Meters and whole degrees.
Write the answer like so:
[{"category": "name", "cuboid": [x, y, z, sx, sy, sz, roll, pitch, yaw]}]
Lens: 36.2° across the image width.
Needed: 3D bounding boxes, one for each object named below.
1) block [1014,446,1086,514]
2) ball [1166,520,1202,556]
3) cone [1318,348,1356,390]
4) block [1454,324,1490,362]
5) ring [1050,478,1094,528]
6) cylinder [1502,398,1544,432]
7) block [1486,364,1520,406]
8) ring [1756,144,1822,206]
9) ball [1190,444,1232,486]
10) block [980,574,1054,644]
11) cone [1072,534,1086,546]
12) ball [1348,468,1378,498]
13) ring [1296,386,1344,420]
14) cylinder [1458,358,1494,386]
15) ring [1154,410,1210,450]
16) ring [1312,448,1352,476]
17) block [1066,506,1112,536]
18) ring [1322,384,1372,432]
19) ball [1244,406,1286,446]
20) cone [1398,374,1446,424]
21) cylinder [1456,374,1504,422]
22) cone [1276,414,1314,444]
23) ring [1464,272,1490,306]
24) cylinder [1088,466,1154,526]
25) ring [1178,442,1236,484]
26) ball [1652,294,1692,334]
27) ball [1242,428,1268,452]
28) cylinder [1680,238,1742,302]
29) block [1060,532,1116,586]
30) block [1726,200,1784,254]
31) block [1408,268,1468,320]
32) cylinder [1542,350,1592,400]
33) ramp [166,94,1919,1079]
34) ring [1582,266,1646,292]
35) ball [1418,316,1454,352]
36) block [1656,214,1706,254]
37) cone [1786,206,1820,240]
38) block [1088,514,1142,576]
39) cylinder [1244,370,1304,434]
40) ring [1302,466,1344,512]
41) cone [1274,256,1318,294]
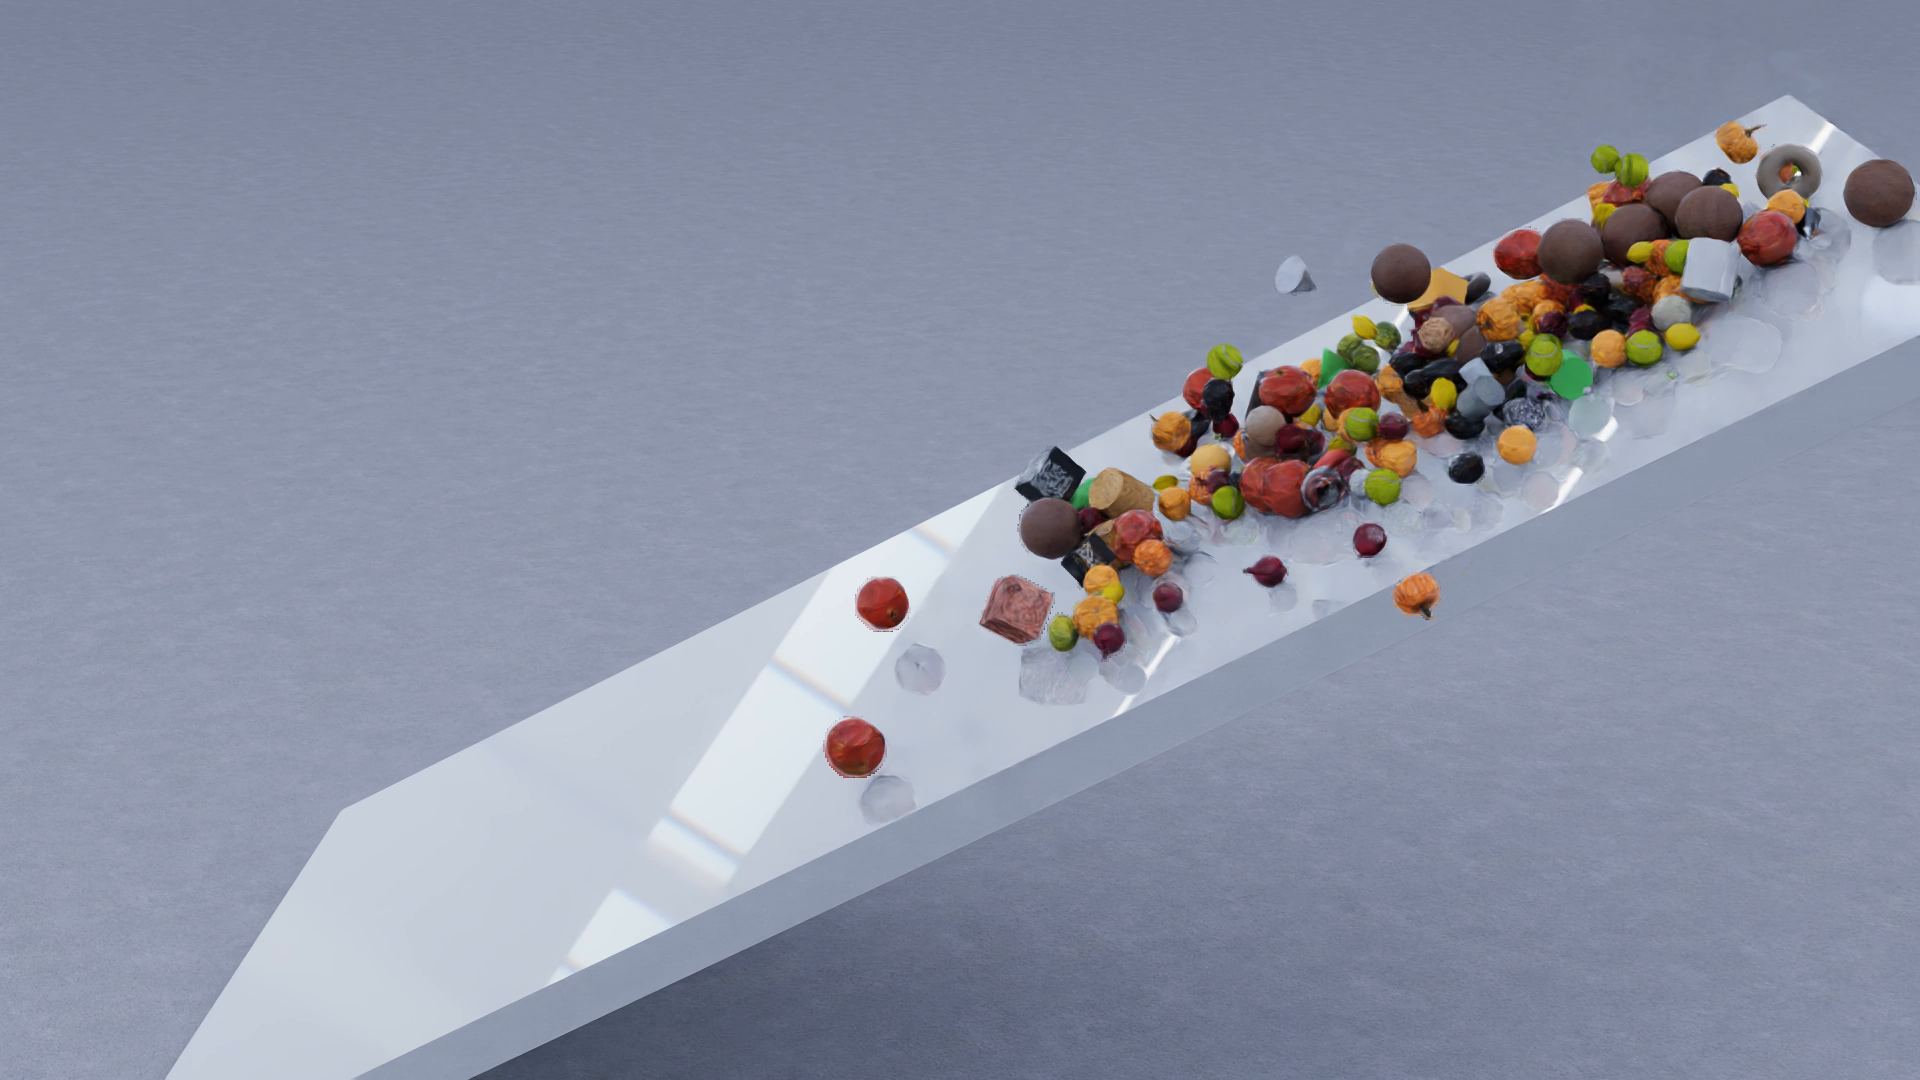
[{"category": "block", "cuboid": [0.193, -0.128, 6.287, 0.091, 0.091, 0.091, -27, 27, 55]}, {"category": "ball", "cuboid": [0.450, -0.003, 5.920, 0.072, 0.072, 0.072, 0, 17, 0]}, {"category": "cone", "cuboid": [0.805, -0.362, 6.415, 0.085, 0.085, 0.085, 34, 4, -3]}, {"category": "block", "cuboid": [1.075, -0.416, 6.197, 0.053, 0.053, 0.053, -31, 13, 9]}, {"category": "ring", "cuboid": [0.253, -0.081, 6.327, 0.140, 0.047, 0.140, -42, 1, 1]}, {"category": "cylinder", "cuboid": [1.063, -0.237, 5.545, 0.061, 0.061, 0.061, -3, 5, -10]}, {"category": "block", "cuboid": [1.055, -0.306, 5.813, 0.061, 0.061, 0.061, 0, 34, 47]}, {"category": "ring", "cuboid": [1.684, -0.742, 5.972, 0.130, 0.130, 0.043, 2, 17, 6]}, {"category": "ball", "cuboid": [0.535, -0.161, 6.279, 0.089, 0.089, 0.089, 0, 17, 0]}, {"category": "block", "cuboid": [0.113, 0.140, 5.891, 0.096, 0.096, 0.096, 26, -18, -14]}, {"category": "cone", "cuboid": [0.291, 0.013, 6.179, 0.089, 0.089, 0.089, -19, 20, -8]}, {"category": "ball", "cuboid": [0.780, -0.111, 5.692, 0.056, 0.056, 0.056, 0, 17, 0]}, {"category": "ring", "cuboid": [0.781, -0.298, 6.393, 0.116, 0.039, 0.116, -26, 15, 7]}, {"category": "cylinder", "cuboid": [1.002, -0.319, 5.699, 0.050, 0.050, 0.050, -34, 12, 9]}, {"category": "ring", "cuboid": [0.508, -0.252, 6.748, 0.143, 0.048, 0.143, -27, 15, 8]}, {"category": "ring", "cuboid": [0.740, -0.144, 5.856, 0.093, 0.093, 0.031, -13, 53, -36]}, {"category": "block", "cuboid": [0.288, -0.020, 6.280, 0.072, 0.072, 0.072, -43, 18, -18]}, {"category": "ring", "cuboid": [0.816, -0.279, 6.205, 0.126, 0.042, 0.126, -42, 14, 13]}, {"category": "ball", "cuboid": [0.618, -0.231, 5.954, 0.083, 0.083, 0.083, 0, 17, 0]}, {"category": "cone", "cuboid": [0.954, -0.288, 5.982, 0.099, 0.099, 0.099, 9, 8, 26]}, {"category": "cylinder", "cuboid": [0.993, -0.271, 5.613, 0.066, 0.066, 0.066, -10, -21, -29]}, {"category": "cone", "cuboid": [0.715, -0.240, 6.277, 0.095, 0.095, 0.095, 20, 26, 39]}, {"category": "ring", "cuboid": [1.138, -0.560, 6.617, 0.122, 0.041, 0.122, -32, 12, 8]}, {"category": "cylinder", "cuboid": [0.341, -0.091, 6.211, 0.098, 0.098, 0.098, 27, -1, -37]}, {"category": "ring", "cuboid": [0.537, -0.166, 6.389, 0.137, 0.046, 0.137, -28, 13, 7]}, {"category": "ball", "cuboid": [1.367, -0.433, 5.647, 0.076, 0.076, 0.076, 0, 17, 0]}, {"category": "ball", "cuboid": [0.629, -0.221, 6.222, 0.068, 0.068, 0.068, 0, 17, 0]}, {"category": "cylinder", "cuboid": [1.436, -0.517, 5.630, 0.098, 0.098, 0.098, 13, -4, 1]}, {"category": "block", "cuboid": [0.258, 0.039, 5.922, 0.067, 0.067, 0.067, -47, 6, -35]}, {"category": "block", "cuboid": [1.580, -0.622, 5.847, 0.065, 0.065, 0.065, 35, 15, -31]}, {"category": "block", "cuboid": [1.063, -0.544, 6.541, 0.085, 0.085, 0.085, 21, -16, -29]}, {"category": "cylinder", "cuboid": [1.162, -0.317, 5.628, 0.080, 0.080, 0.080, 0, 15, -1]}, {"category": "ramp", "cuboid": [0.141, 0.167, 6.281, 4.000, 0.100, 2.000, -26, 14, 11]}, {"category": "ring", "cuboid": [1.324, -0.528, 5.958, 0.128, 0.043, 0.128, -8, 4, 1]}, {"category": "ball", "cuboid": [0.944, -0.407, 5.824, 0.069, 0.069, 0.069, 0, 17, 0]}, {"category": "block", "cuboid": [1.489, -0.632, 6.071, 0.066, 0.066, 0.066, 15, 5, -11]}, {"category": "cone", "cuboid": [1.664, -0.609, 5.785, 0.067, 0.067, 0.067, 1, 47, 3]}, {"category": "block", "cuboid": [0.315, 0.011, 6.107, 0.080, 0.080, 0.080, -23, 15, 33]}, {"category": "cylinder", "cuboid": [0.658, -0.288, 6.164, 0.099, 0.099, 0.099, 10, 34, -7]}, {"category": "ring", "cuboid": [0.706, -0.099, 5.720, 0.092, 0.092, 0.031, -6, 21, -19]}, {"category": "cone", "cuboid": [0.718, -0.539, 6.147, 0.085, 0.085, 0.085, 23, 2, -34]}]
